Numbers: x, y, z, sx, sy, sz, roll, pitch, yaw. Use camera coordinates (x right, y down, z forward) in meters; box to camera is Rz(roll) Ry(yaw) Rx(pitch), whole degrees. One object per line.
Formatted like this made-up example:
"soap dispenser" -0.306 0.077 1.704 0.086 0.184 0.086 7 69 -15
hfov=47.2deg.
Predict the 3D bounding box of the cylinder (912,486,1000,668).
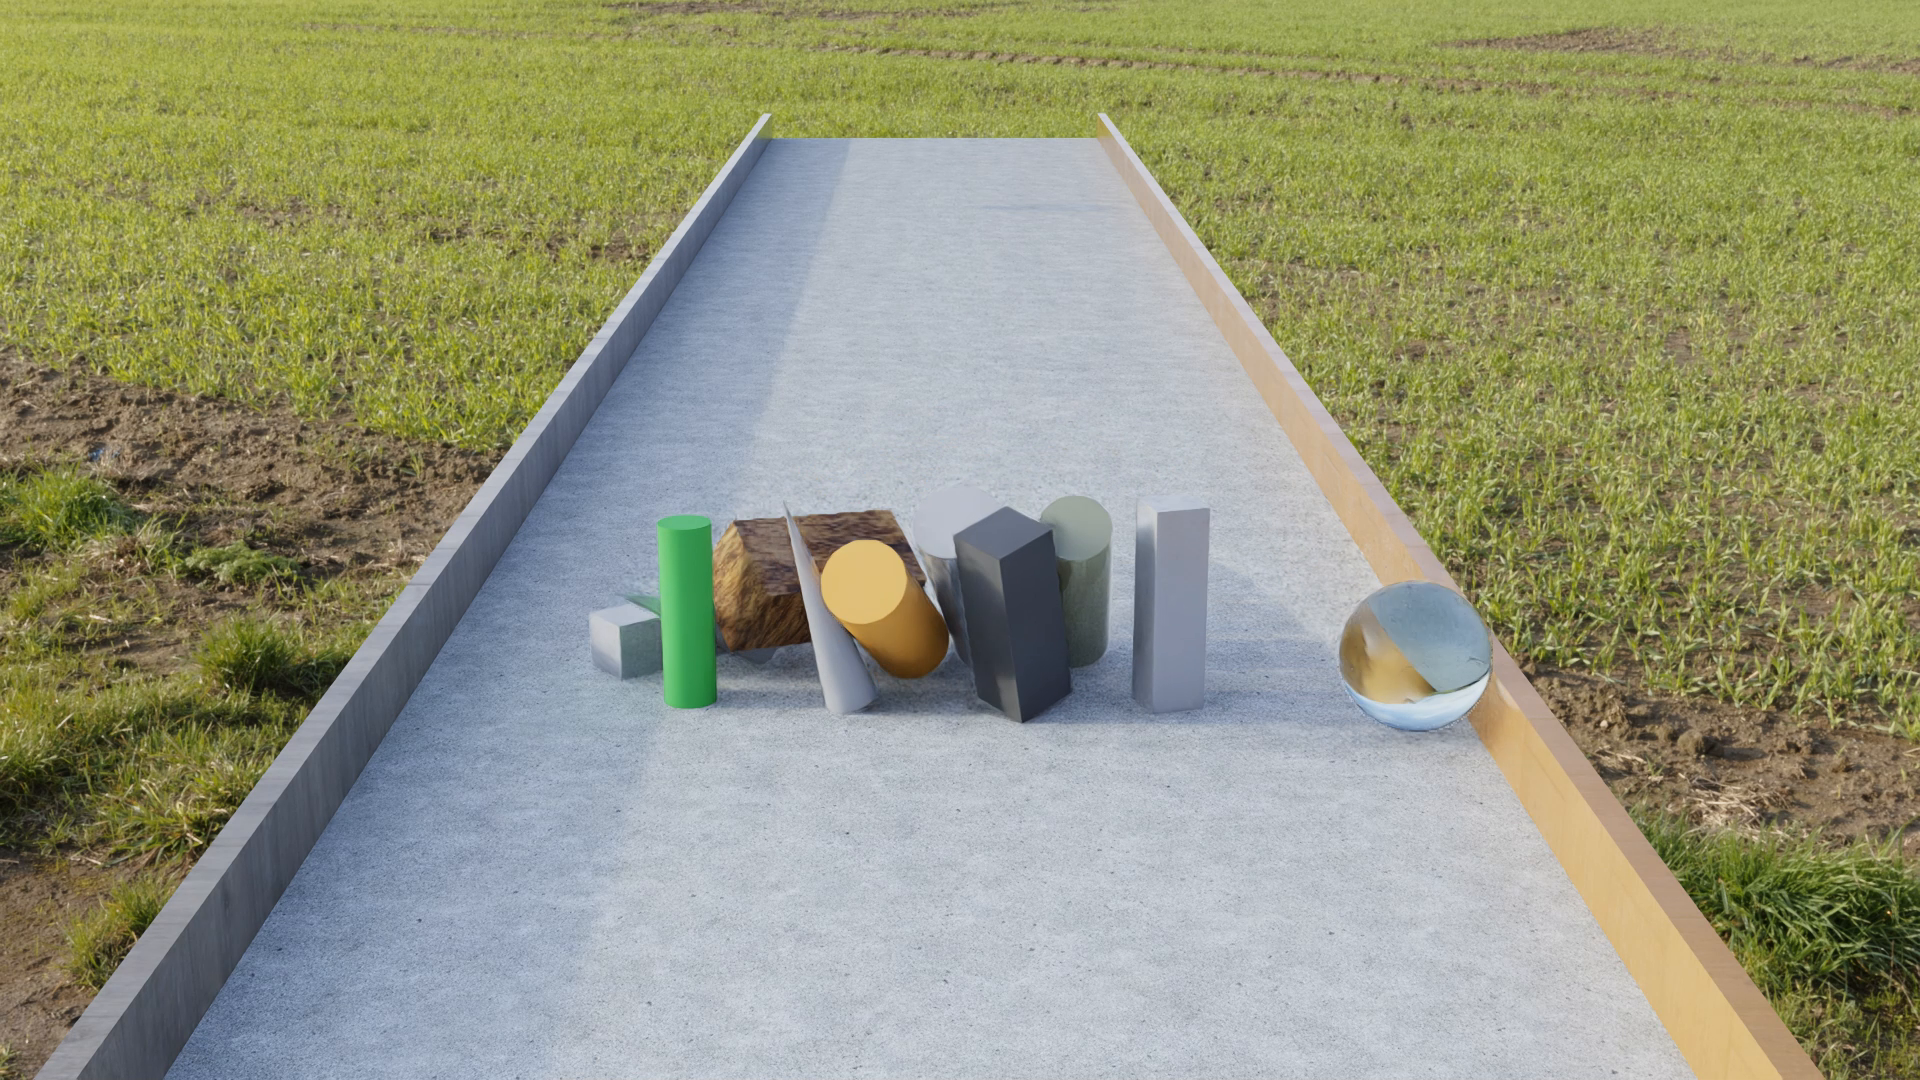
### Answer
"cylinder" 0.033 0.080 4.240 0.167 0.389 0.167 -7 53 9

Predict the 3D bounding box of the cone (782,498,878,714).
"cone" -0.263 0.108 4.061 0.102 0.448 0.102 -13 28 7

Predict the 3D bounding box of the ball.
"ball" 0.815 0.208 3.940 0.270 0.270 0.270 0 17 0

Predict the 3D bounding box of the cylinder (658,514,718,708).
"cylinder" -0.514 0.136 4.153 0.101 0.352 0.101 0 17 0

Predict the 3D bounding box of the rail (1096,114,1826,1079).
"rail" 0.932 -0.844 7.801 0.050 0.150 12.000 0 17 -1

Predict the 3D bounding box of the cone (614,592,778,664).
"cone" -0.526 0.144 4.278 0.365 0.122 0.122 19 1 -39

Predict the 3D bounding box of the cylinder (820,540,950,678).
"cylinder" -0.135 0.135 4.130 0.157 0.157 0.436 3 -16 11

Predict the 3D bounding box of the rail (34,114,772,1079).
"rail" -1.118 -0.838 7.780 0.050 0.150 12.000 0 17 -1

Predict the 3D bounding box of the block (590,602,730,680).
"block" -0.569 0.179 4.430 0.334 0.111 0.111 -13 21 -38

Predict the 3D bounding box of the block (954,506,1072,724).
"block" 0.100 0.139 4.059 0.128 0.365 0.128 -29 38 -29

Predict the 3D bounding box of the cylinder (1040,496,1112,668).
"cylinder" 0.221 0.086 4.209 0.136 0.451 0.136 -1 61 2

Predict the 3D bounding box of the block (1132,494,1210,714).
"block" 0.395 0.120 4.133 0.104 0.394 0.104 -5 17 -16

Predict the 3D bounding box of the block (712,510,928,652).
"block" -0.290 0.076 4.329 0.379 0.180 0.180 -5 55 -39
